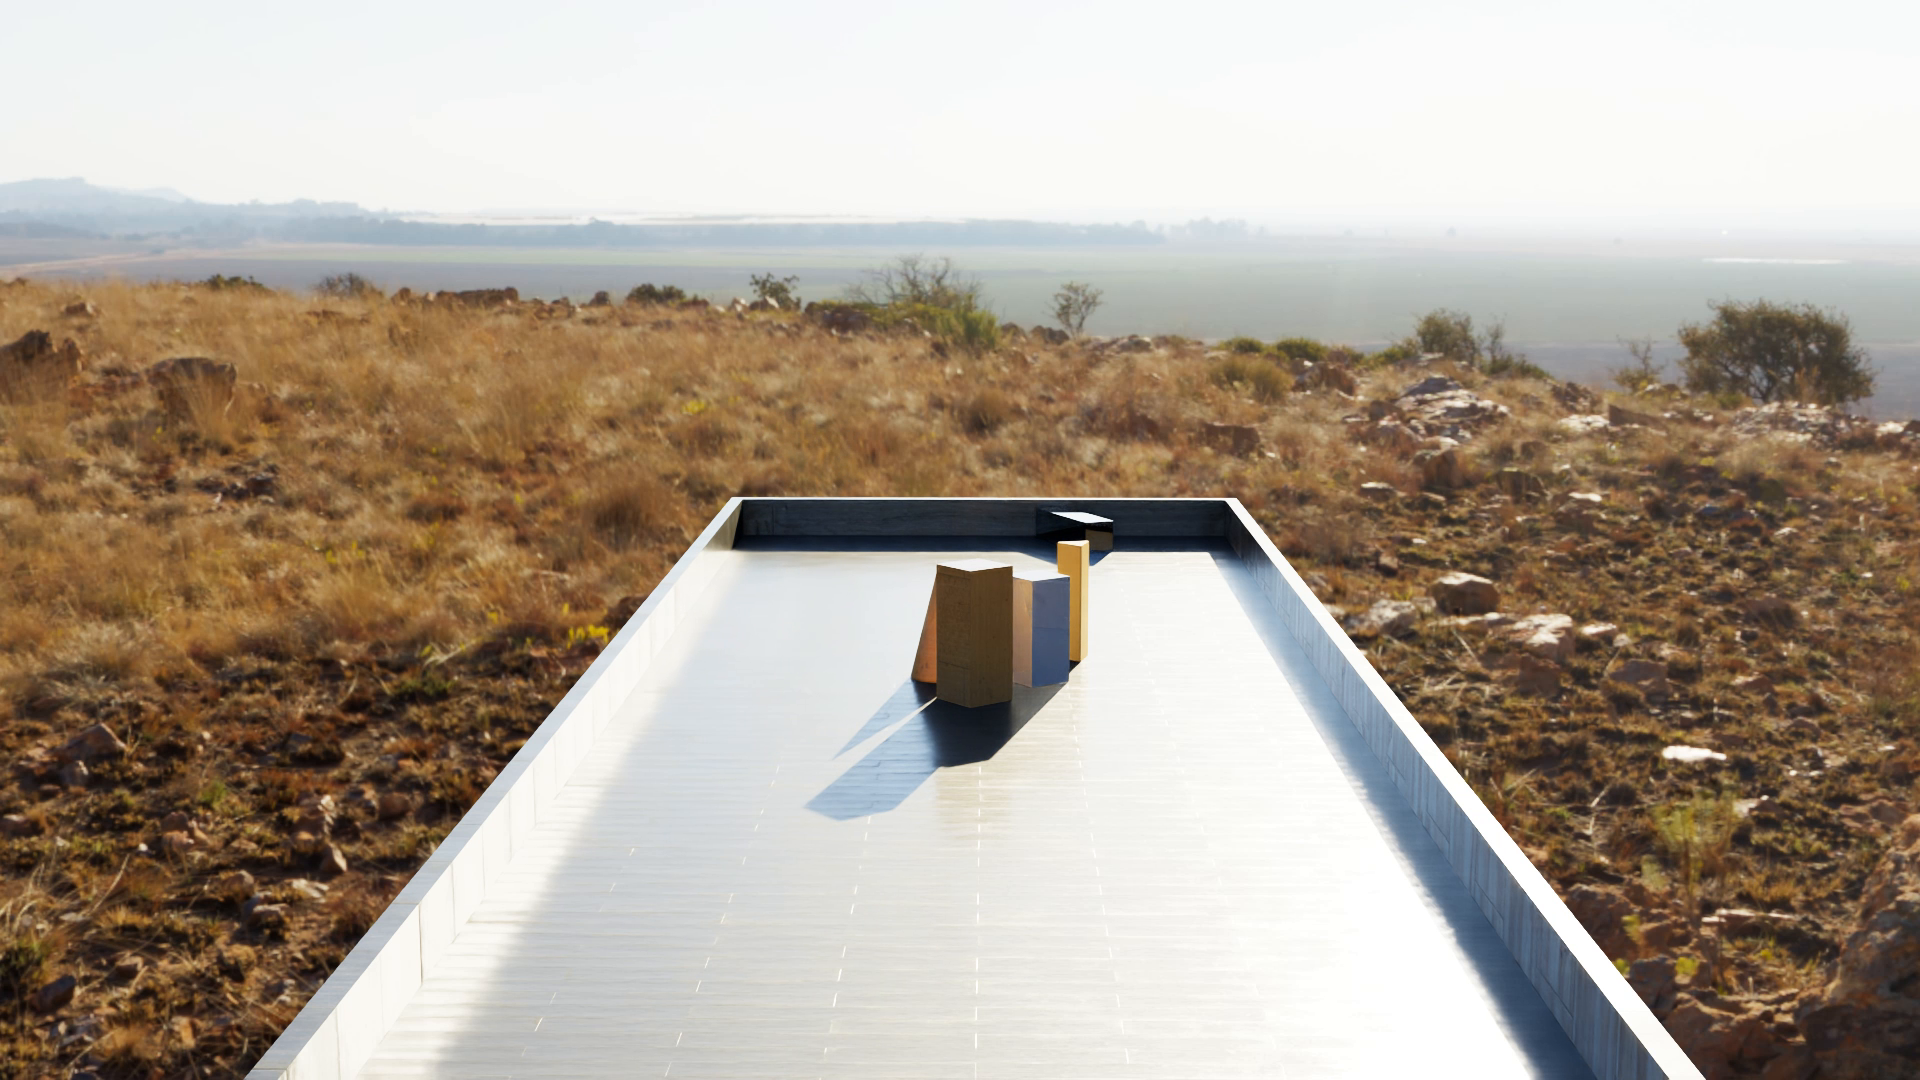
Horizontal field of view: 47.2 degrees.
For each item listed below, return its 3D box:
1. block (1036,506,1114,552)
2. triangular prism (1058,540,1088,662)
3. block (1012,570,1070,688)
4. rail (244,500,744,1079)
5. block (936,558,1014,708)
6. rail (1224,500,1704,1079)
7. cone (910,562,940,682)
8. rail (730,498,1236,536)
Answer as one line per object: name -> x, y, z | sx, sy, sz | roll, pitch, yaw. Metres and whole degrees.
block -> 0.459, -0.044, 8.895 | 0.122, 0.122, 0.445 | -4, 10, -24
triangular prism -> 0.361, 0.183, 6.715 | 0.085, 0.356, 0.098 | -8, 12, -43
block -> 0.223, 0.256, 6.400 | 0.137, 0.311, 0.137 | -6, 11, -35
rail -> -1.004, 0.839, 3.234 | 0.050, 0.150, 12.000 | 0, 9, 1
block -> 0.041, 0.258, 6.155 | 0.152, 0.384, 0.152 | -7, 11, -38
rail -> 1.046, 0.843, 3.208 | 0.050, 0.150, 12.000 | 0, 9, 1
cone -> -0.061, 0.233, 6.446 | 0.172, 0.341, 0.172 | 0, 9, 0
rail -> 0.099, -0.098, 9.147 | 2.100, 0.150, 0.050 | 0, 9, 1
